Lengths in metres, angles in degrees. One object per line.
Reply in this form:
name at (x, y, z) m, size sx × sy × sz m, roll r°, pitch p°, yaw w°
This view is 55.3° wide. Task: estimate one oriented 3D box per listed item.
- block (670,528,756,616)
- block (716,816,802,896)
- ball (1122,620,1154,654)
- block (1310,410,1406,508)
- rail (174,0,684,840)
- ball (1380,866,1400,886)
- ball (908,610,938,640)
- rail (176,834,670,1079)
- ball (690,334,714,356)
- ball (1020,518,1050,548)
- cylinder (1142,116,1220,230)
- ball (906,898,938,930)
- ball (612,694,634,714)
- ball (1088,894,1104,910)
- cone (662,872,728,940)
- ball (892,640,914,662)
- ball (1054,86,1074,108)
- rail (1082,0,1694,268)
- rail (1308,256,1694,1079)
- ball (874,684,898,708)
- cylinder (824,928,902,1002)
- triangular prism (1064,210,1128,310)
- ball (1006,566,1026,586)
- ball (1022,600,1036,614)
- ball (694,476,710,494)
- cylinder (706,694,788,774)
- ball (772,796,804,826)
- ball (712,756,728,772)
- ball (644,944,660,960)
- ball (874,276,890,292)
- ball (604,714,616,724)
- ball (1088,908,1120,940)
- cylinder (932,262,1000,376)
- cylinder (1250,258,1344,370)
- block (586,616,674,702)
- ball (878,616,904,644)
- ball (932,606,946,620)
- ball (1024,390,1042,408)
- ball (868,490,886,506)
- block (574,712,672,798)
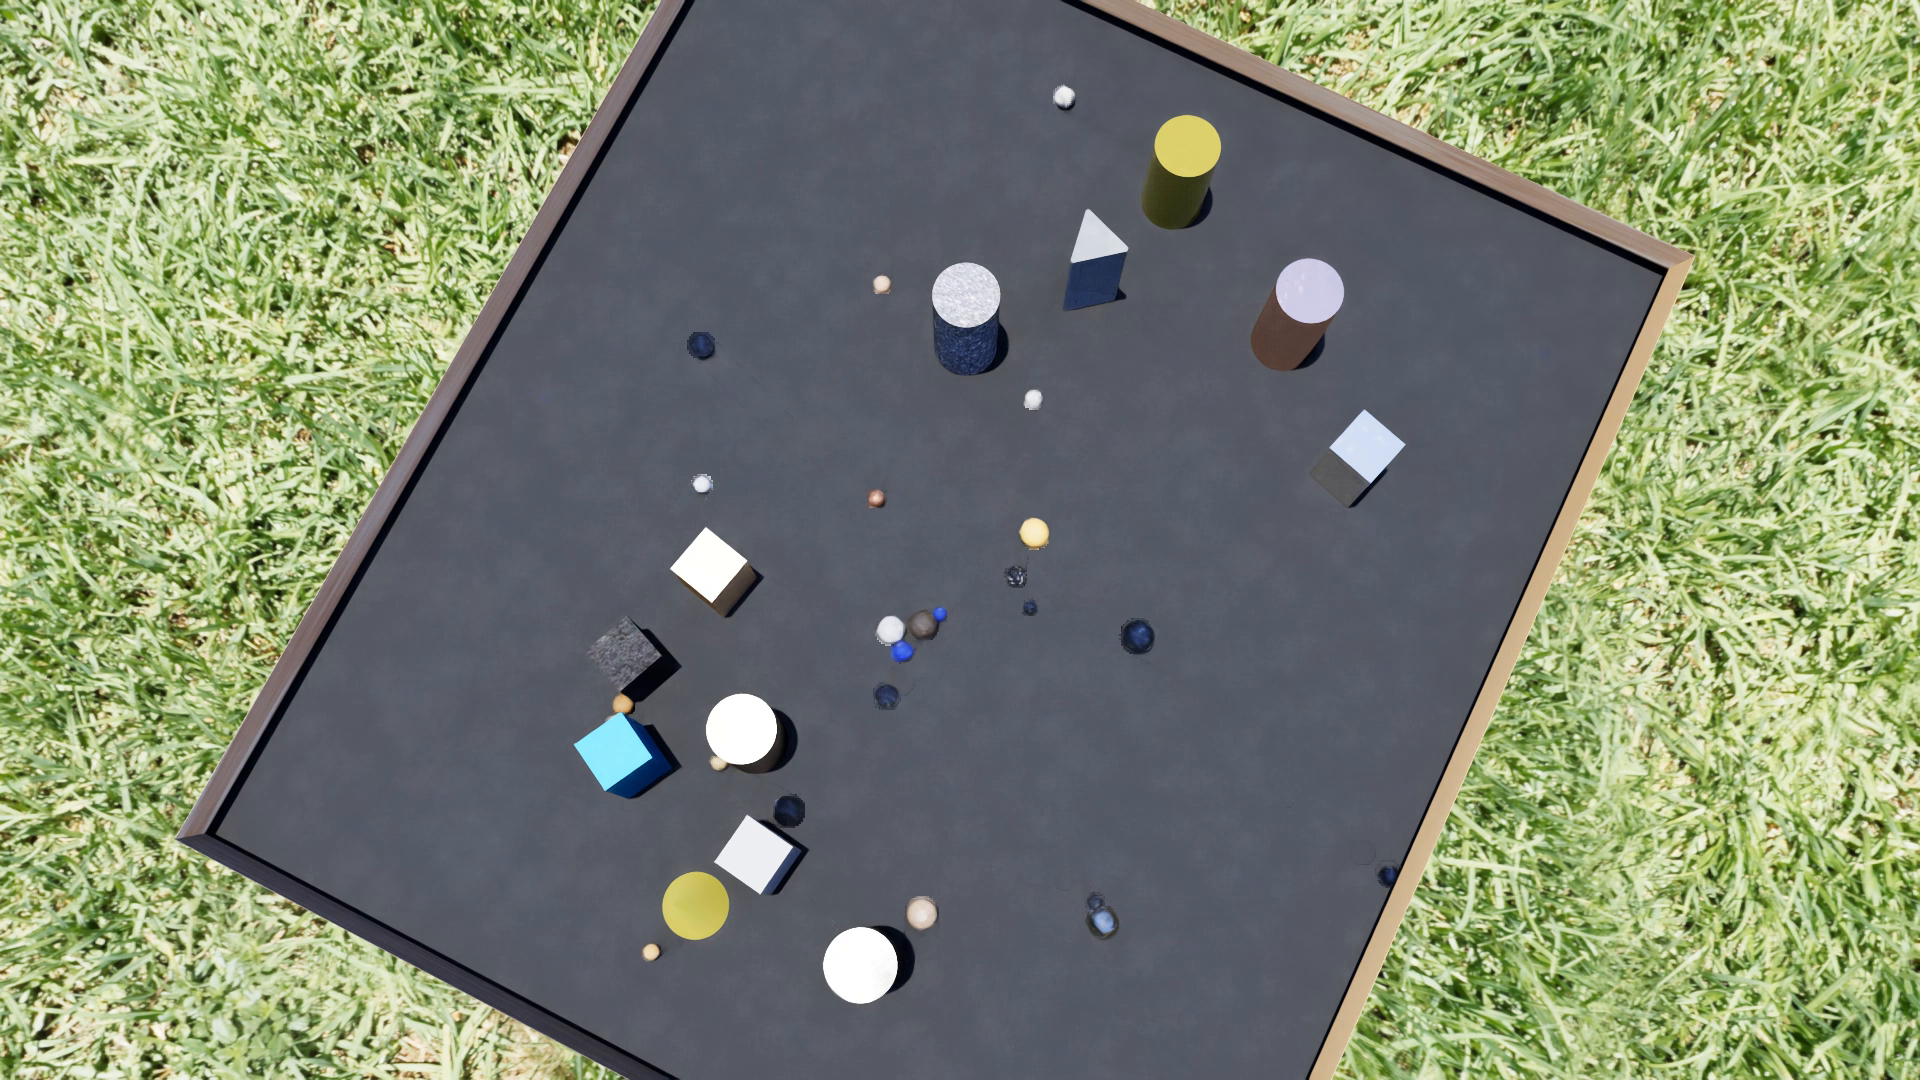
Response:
block at (-0.729, 0.100, 5.453) m, size 0.157 × 0.279 × 0.157 m, roll 38°, pitch 81°, yaw 7°
block at (-0.578, 0.911, 5.278) m, size 0.157 × 0.295 × 0.157 m, roll 34°, pitch 80°, yaw 7°
ball at (0.536, 0.291, 5.506) m, size 0.098 × 0.098 × 0.098 m, roll 0°, pitch 78°, yaw 0°
block at (1.187, -0.240, 5.498) m, size 0.157 × 0.330 × 0.157 m, roll 42°, pitch 81°, yaw 8°
rail at (-1.443, -0.700, 5.695) m, size 0.045 × 0.127 × 3.631 m, roll 26°, pitch 80°, yaw 5°
ball at (1.263, 0.987, 5.381) m, size 0.062 × 0.062 × 0.062 m, roll 0°, pitch 78°, yaw 0°
ball at (-0.111, 0.255, 5.519) m, size 0.087 × 0.087 × 0.087 m, roll 0°, pitch 78°, yaw 0°
rail at (-0.801, 1.576, 5.224) m, size 3.273 × 0.127 × 0.045 m, roll 26°, pitch 80°, yaw 5°
ball at (-0.805, -0.606, 5.705) m, size 0.073 × 0.073 × 0.073 m, roll 0°, pitch 78°, yaw 0°
ball at (0.227, -0.022, 5.576) m, size 0.089 × 0.089 × 0.089 m, roll 0°, pitch 78°, yaw 0°
cylinder at (0.675, -1.124, 5.634) m, size 0.196 × 0.421 × 0.196 m, roll 0°, pitch 78°, yaw 0°
ball at (-0.111, 1.091, 5.345) m, size 0.089 × 0.089 × 0.089 m, roll 0°, pitch 78°, yaw 0°
ball at (-1.009, 0.493, 5.482) m, size 0.063 × 0.063 × 0.063 m, roll 0°, pitch 78°, yaw 0°
ball at (0.397, 1.061, 5.373) m, size 0.048 × 0.048 × 0.048 m, roll 0°, pitch 78°, yaw 0°
cone at (-0.778, 1.033, 5.186) m, size 0.196 × 0.424 × 0.196 m, roll 0°, pitch 78°, yaw 0°
ball at (-0.172, 0.334, 5.516) m, size 0.062 × 0.062 × 0.062 m, roll 0°, pitch 78°, yaw 0°
ball at (0.336, -1.420, 5.877) m, size 0.066 × 0.066 × 0.066 m, roll 0°, pitch 78°, yaw 0°
rail at (0.801, -1.563, 5.874) m, size 3.273 × 0.127 × 0.045 m, roll 26°, pitch 80°, yaw 5°
rail at (1.443, 0.713, 5.403) m, size 0.045 × 0.127 × 3.631 m, roll 26°, pitch 80°, yaw 5°
ball at (-0.220, 0.468, 5.482) m, size 0.074 × 0.074 × 0.074 m, roll 0°, pitch 78°, yaw 0°
cylinder at (-0.266, 1.186, 5.133) m, size 0.196 × 0.467 × 0.196 m, roll 0°, pitch 78°, yaw 0°
triangular prism at (0.391, -0.855, 5.572) m, size 0.170 × 0.434 × 0.147 m, roll -13°, pitch 79°, yaw -3°
ball at (0.170, 0.109, 5.563) m, size 0.062 × 0.062 × 0.062 m, roll 0°, pitch 78°, yaw 0°
ball at (0.211, 0.205, 5.553) m, size 0.042 × 0.042 × 0.042 m, roll 0°, pitch 78°, yaw 0°
ball at (-0.791, -0.169, 5.625) m, size 0.051 × 0.051 × 0.051 m, roll 0°, pitch 78°, yaw 0°
cylinder at (-0.612, 0.566, 5.314) m, size 0.196 × 0.363 × 0.196 m, roll 0°, pitch 78°, yaw 0°
ball at (-0.508, 0.799, 5.405) m, size 0.091 × 0.091 × 0.091 m, roll 0°, pitch 78°, yaw 0°
ball at (-0.716, 0.664, 5.455) m, size 0.048 × 0.048 × 0.048 m, roll 0°, pitch 78°, yaw 0°
ball at (-0.899, 1.201, 5.343) m, size 0.048 × 0.048 × 0.048 m, roll 0°, pitch 78°, yaw 0°
ball at (-0.245, -0.804, 5.755) m, size 0.055 × 0.055 × 0.055 m, roll 0°, pitch 78°, yaw 0°
ball at (-1.027, 0.558, 5.463) m, size 0.075 × 0.075 × 0.075 m, roll 0°, pitch 78°, yaw 0°
ball at (0.418, 1.118, 5.338) m, size 0.092 × 0.092 × 0.092 m, roll 0°, pitch 78°, yaw 0°
cylinder at (0.018, -0.657, 5.509) m, size 0.196 × 0.476 × 0.196 m, roll 0°, pitch 78°, yaw 0°
cylinder at (1.010, -0.671, 5.516) m, size 0.196 × 0.469 × 0.196 m, roll 0°, pitch 78°, yaw 0°
block at (-0.971, 0.354, 5.411) m, size 0.157 × 0.260 × 0.157 m, roll -41°, pitch 81°, yaw -8°
ball at (-0.207, 0.270, 5.518) m, size 0.083 × 0.083 × 0.083 m, roll 0°, pitch 78°, yaw 0°
ball at (-0.061, 0.224, 5.548) m, size 0.043 × 0.043 × 0.043 m, roll 0°, pitch 78°, yaw 0°
ball at (0.228, -0.438, 5.679) m, size 0.055 × 0.055 × 0.055 m, roll 0°, pitch 78°, yaw 0°
ball at (-0.256, -0.128, 5.616) m, size 0.054 × 0.054 × 0.054 m, roll 0°, pitch 78°, yaw 0°
block at (-0.969, 0.627, 5.298) m, size 0.157 × 0.369 × 0.157 m, roll -35°, pitch 80°, yaw -7°
